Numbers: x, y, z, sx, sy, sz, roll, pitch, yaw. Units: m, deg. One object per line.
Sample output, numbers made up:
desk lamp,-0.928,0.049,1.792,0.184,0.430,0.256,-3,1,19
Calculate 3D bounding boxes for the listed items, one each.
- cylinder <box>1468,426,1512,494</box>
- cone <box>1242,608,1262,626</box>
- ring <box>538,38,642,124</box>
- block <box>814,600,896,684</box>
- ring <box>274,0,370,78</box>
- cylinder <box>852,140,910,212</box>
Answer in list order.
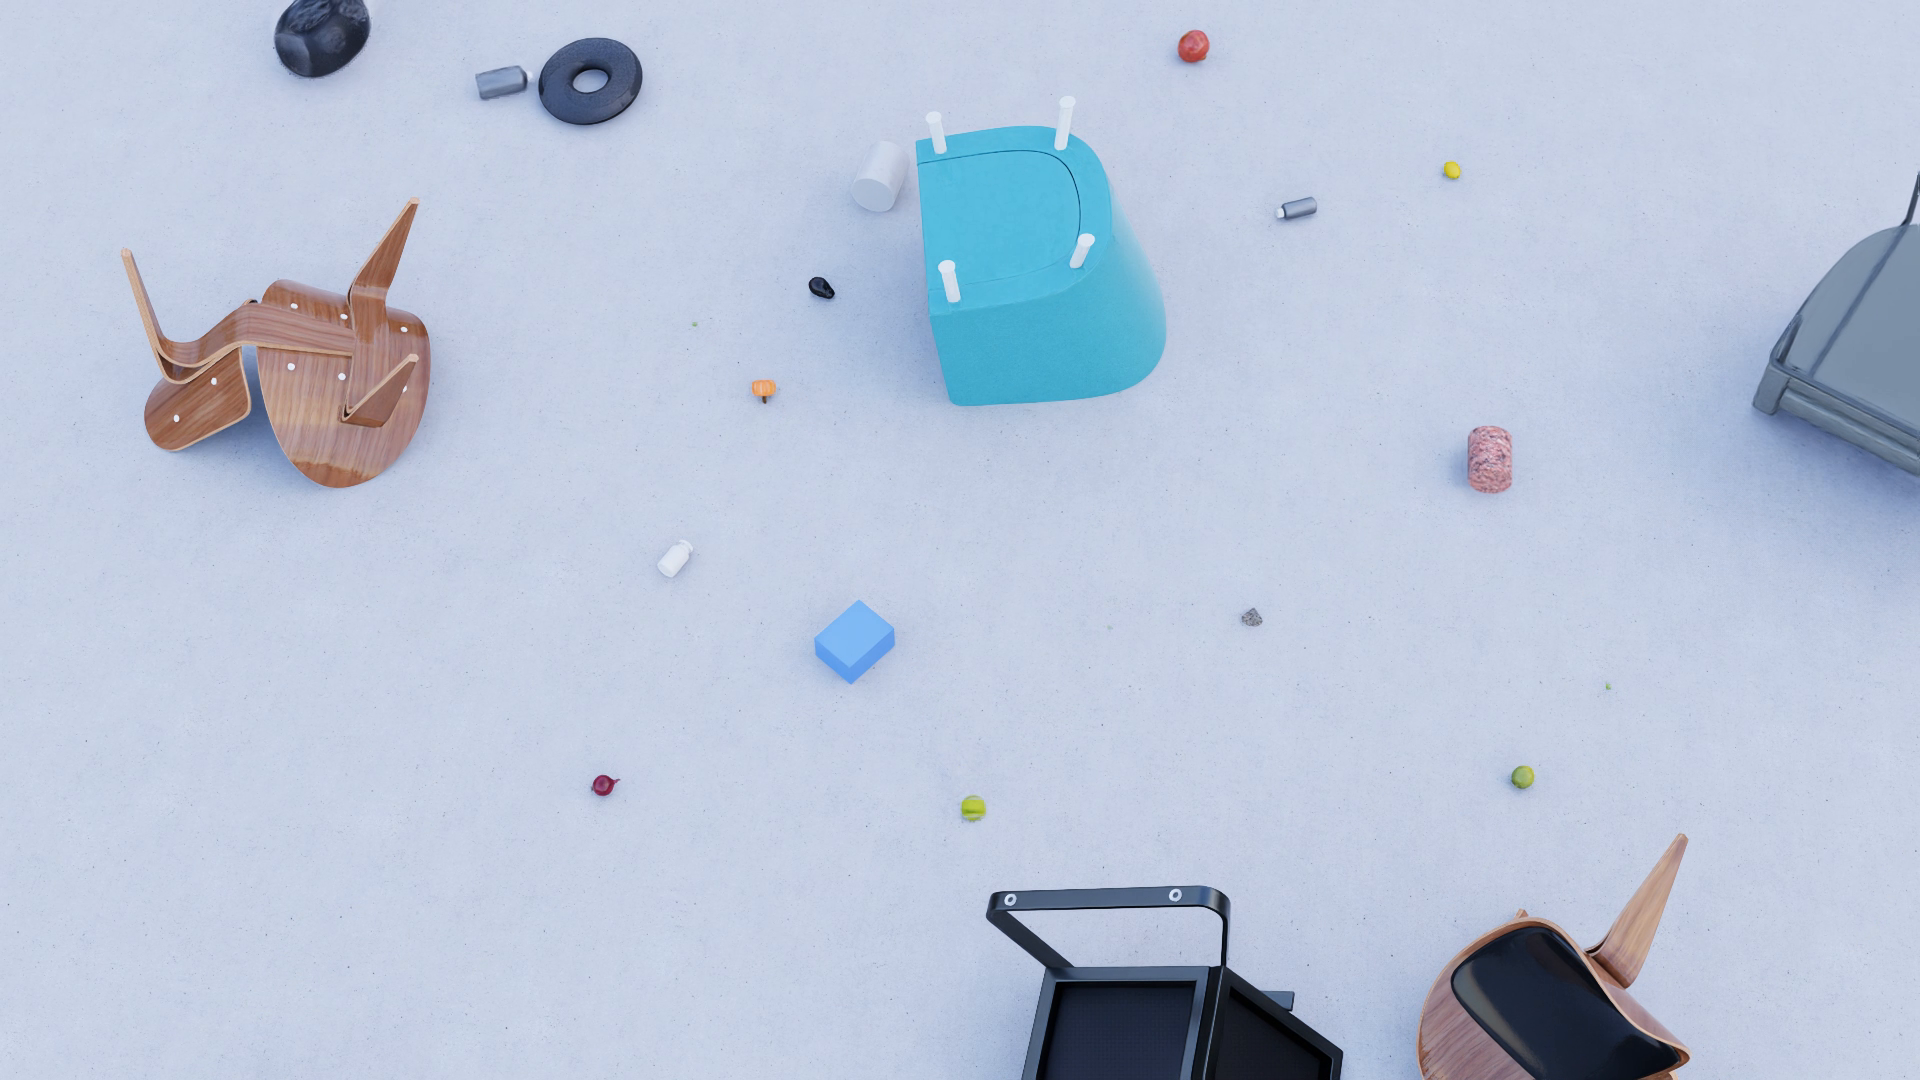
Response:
cylinder,1.606,-0.244,6.665,0.131,0.120,0.164,16,56,-11
cone,0.856,0.214,6.417,0.062,0.047,0.063,9,36,9
ring,-1.275,-1.585,7.589,0.358,0.082,0.402,9,57,6
block,-0.302,0.293,6.320,0.143,0.096,0.181,38,64,22
ring,-2.209,-1.765,7.621,0.316,0.178,0.380,3,52,25
cylinder,-0.263,-1.205,7.290,0.150,0.155,0.175,24,57,-6
